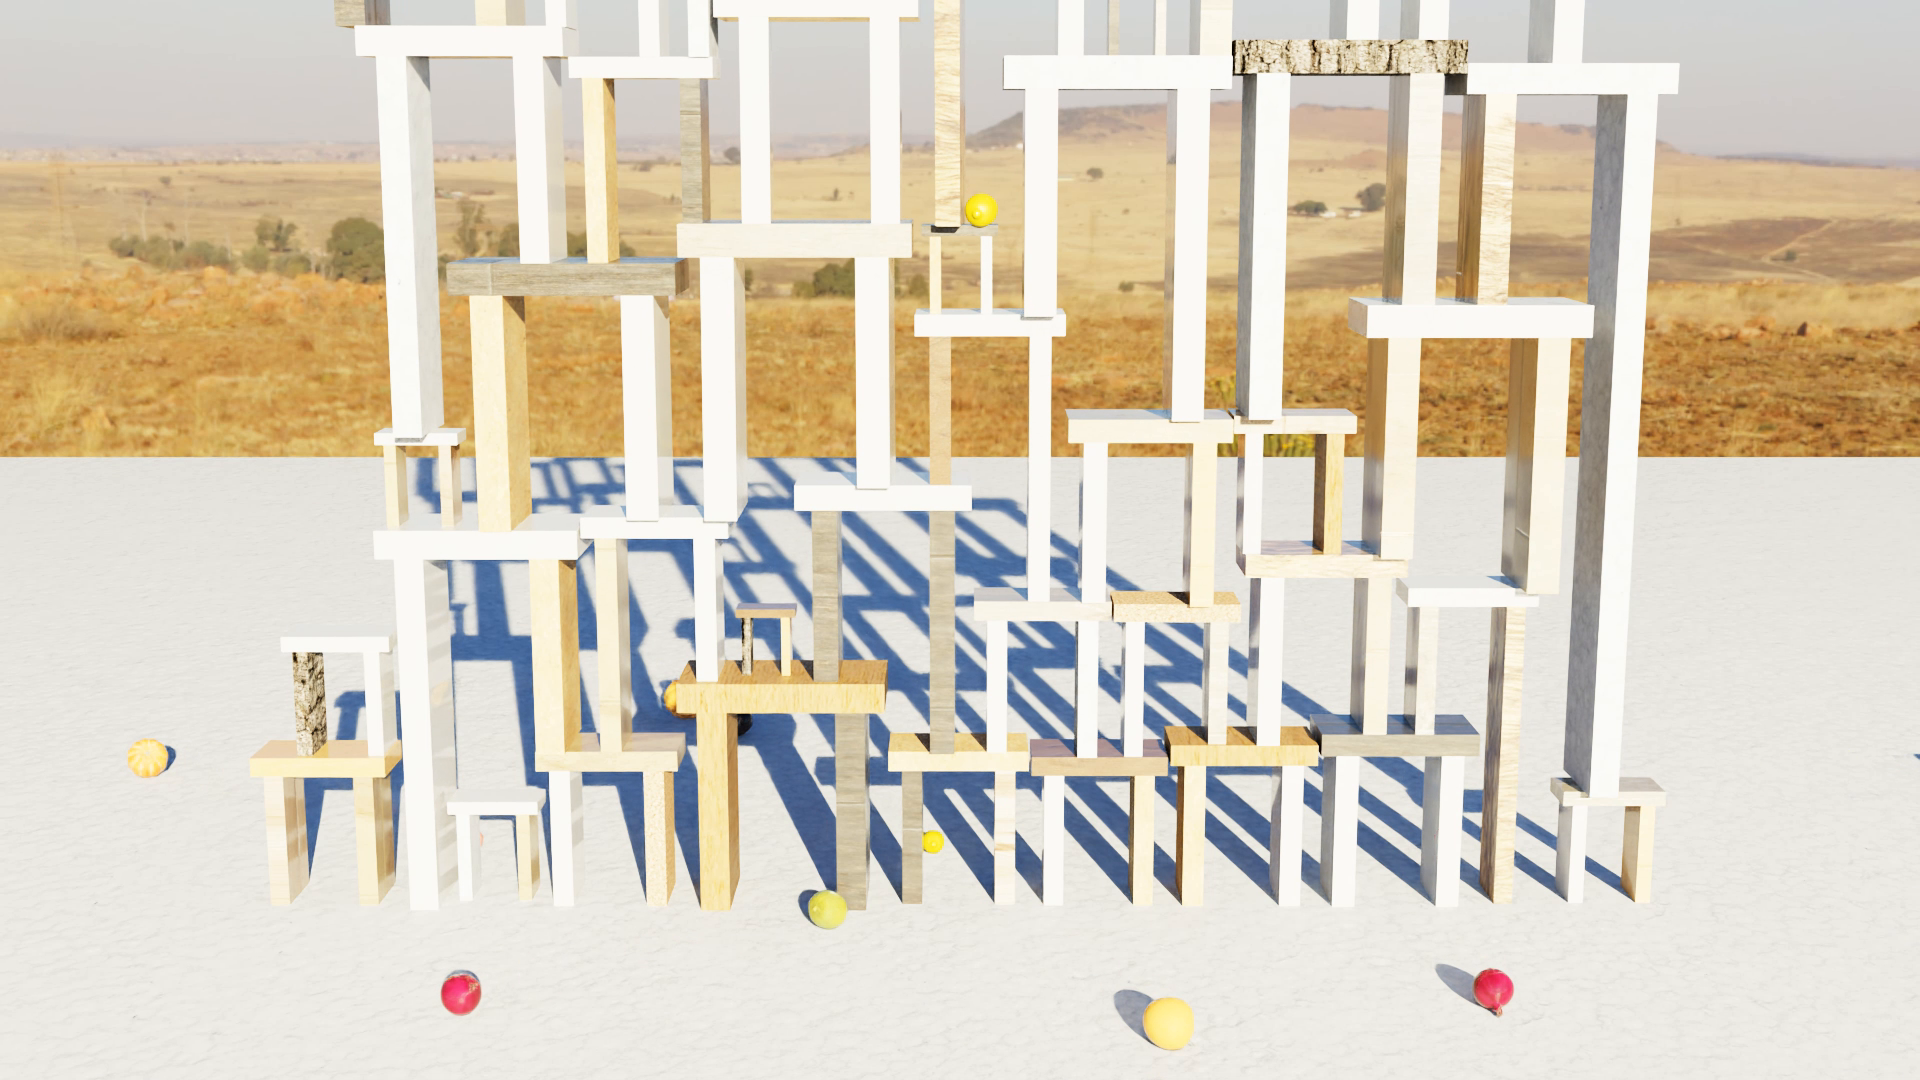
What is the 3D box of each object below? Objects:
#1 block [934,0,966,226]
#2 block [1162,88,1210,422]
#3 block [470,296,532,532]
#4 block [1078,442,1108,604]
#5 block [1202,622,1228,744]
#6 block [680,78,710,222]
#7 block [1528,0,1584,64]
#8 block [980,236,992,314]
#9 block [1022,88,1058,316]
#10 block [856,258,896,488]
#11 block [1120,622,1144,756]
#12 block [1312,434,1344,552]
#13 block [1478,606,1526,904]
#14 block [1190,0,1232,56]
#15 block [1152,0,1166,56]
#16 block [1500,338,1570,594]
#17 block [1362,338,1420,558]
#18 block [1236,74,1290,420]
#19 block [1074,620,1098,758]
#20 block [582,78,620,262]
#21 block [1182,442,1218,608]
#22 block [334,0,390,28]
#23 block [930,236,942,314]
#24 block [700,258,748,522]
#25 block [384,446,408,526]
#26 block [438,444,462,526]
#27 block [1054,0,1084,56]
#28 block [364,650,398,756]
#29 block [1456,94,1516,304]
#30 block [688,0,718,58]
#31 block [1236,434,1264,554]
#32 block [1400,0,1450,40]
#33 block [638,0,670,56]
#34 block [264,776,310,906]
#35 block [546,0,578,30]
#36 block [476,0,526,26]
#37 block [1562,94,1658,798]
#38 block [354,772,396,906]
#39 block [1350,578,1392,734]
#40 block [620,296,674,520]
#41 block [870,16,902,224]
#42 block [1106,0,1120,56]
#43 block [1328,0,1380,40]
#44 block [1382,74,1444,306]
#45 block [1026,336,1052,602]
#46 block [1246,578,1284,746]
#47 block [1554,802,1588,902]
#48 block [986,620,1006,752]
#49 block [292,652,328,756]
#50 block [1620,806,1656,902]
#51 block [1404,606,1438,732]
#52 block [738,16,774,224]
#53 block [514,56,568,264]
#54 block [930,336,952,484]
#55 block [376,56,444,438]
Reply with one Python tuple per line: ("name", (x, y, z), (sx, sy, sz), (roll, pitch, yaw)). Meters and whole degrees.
("block", (-0.015, -0.756, 3.414), (0.038, 0.526, 0.135), (1, 11, 4))
("block", (0.356, -0.452, 3.473), (0.049, 0.509, 0.173), (0, 11, 0))
("block", (-0.734, -0.211, 3.524), (0.050, 0.371, 0.176), (0, 11, 0))
("block", (0.213, -0.038, 3.547), (0.037, 0.258, 0.129), (0, 11, 0))
("block", (0.417, 0.222, 3.600), (0.029, 0.203, 0.102), (0, 11, 0))
("block", (-0.415, -0.611, 3.449), (0.031, 0.220, 0.110), (0, 11, 0))
("block", (0.925, -0.909, 3.395), (0.044, 0.343, 0.154), (0, 11, 0))
("block", (0.042, -0.422, 3.480), (0.017, 0.121, 0.060), (0, 11, 0))
("block", (0.125, -0.532, 3.458), (0.049, 0.346, 0.173), (0, 11, 0))
("block", (-0.134, -0.275, 3.508), (0.051, 0.360, 0.180), (0, 11, 1))
("block", (0.282, 0.232, 3.602), (0.029, 0.224, 0.102), (0, 11, 0))
("block", (0.595, -0.083, 3.551), (0.027, 0.194, 0.097), (0, 11, -2))
("block", (0.893, 0.343, 3.626), (0.030, 0.501, 0.104), (0, 11, 0))
("block", (0.387, -0.924, 3.379), (0.047, 0.357, 0.166), (0, 11, 0))
("block", (0.309, -0.802, 3.404), (0.015, 0.108, 0.054), (0, 11, 0))
("block", (0.923, -0.130, 3.531), (0.049, 0.406, 0.175), (0, 11, 0))
("block", (0.689, -0.158, 3.525), (0.049, 0.349, 0.175), (0, 11, 0))
("block", (0.477, -0.465, 3.474), (0.050, 0.530, 0.176), (0, 11, 0))
("block", (0.206, 0.231, 3.598), (0.031, 0.228, 0.110), (0, 11, 0))
("block", (-0.564, -0.581, 3.455), (0.031, 0.281, 0.110), (0, 11, 1))
("block", (0.386, -0.035, 3.548), (0.037, 0.264, 0.129), (0, 11, 0))
("block", (-0.924, -0.950, 3.378), (0.045, 0.319, 0.160), (0, 11, 0))
("block", (-0.038, -0.422, 3.481), (0.017, 0.121, 0.060), (0, 11, 0))
("block", (-0.376, -0.249, 3.513), (0.051, 0.412, 0.180), (0, 11, 0))
("block", (-0.907, -0.093, 3.540), (0.019, 0.131, 0.066), (0, 11, 0))
("block", (-0.820, -0.093, 3.540), (0.019, 0.131, 0.066), (0, 11, 0))
("block", (0.169, -0.882, 3.391), (0.038, 0.269, 0.135), (0, 11, 0))
("block", (-0.951, 0.258, 3.611), (0.025, 0.174, 0.087), (0, 11, 0))
("block", (0.827, -0.538, 3.464), (0.046, 0.321, 0.161), (0, 11, 0))
("block", (-0.398, -0.906, 3.386), (0.031, 0.321, 0.109), (0, 11, 2))
("block", (0.466, -0.082, 3.546), (0.027, 0.193, 0.097), (0, 11, 0))
("block", (0.720, -0.926, 3.392), (0.044, 0.308, 0.154), (0, 11, 0))
("block", (-0.474, -0.877, 3.396), (0.030, 0.259, 0.107), (0, 11, 1))
("block", (-1.117, 0.483, 3.648), (0.031, 0.219, 0.109), (0, 11, 0))
("block", (-0.617, -0.899, 3.390), (0.030, 0.214, 0.107), (0, 11, 0))
("block", (-0.711, -0.950, 3.380), (0.045, 0.319, 0.160), (0, 11, 0))
("block", (1.042, -0.147, 3.537), (0.046, 1.117, 0.161), (0, 11, 0))
("block", (-0.971, 0.483, 3.648), (0.031, 0.219, 0.109), (0, 11, 0))
("block", (0.671, 0.175, 3.597), (0.037, 0.258, 0.129), (0, 11, 0))
("block", (-0.500, -0.221, 3.522), (0.050, 0.353, 0.176), (0, 11, 0))
("block", (-0.115, -0.655, 3.439), (0.044, 0.311, 0.155), (0, 11, 0))
("block", (0.237, -0.802, 3.404), (0.015, 0.108, 0.054), (0, 11, 0))
("block", (0.609, -0.937, 3.380), (0.047, 0.333, 0.167), (0, 11, 0))
("block", (0.711, -0.552, 3.459), (0.050, 0.352, 0.176), (0, 11, 0))
("block", (0.126, -0.121, 3.538), (0.033, 0.425, 0.118), (0, 11, 0))
("block", (0.499, 0.185, 3.599), (0.037, 0.278, 0.129), (0, 11, 0))
("block", (1.014, 0.509, 3.651), (0.024, 0.167, 0.083), (0, 11, 0))
("block", (0.060, 0.227, 3.598), (0.031, 0.220, 0.110), (0, 11, 0))
("block", (-1.067, 0.258, 3.611), (0.025, 0.174, 0.087), (0, 11, 0))
("block", (1.125, 0.509, 3.651), (0.024, 0.167, 0.083), (0, 11, 0))
("block", (0.754, 0.200, 3.601), (0.030, 0.209, 0.104), (0, 11, 0))
("block", (-0.318, -0.656, 3.442), (0.044, 0.310, 0.155), (0, 11, -3))
("block", (-0.657, -0.596, 3.446), (0.044, 0.313, 0.157), (0, 11, 0))
("block", (-0.031, -0.214, 3.521), (0.033, 0.236, 0.118), (0, 11, 0))
("block", (-0.866, -0.462, 3.469), (0.044, 0.584, 0.157), (0, 11, 0))
